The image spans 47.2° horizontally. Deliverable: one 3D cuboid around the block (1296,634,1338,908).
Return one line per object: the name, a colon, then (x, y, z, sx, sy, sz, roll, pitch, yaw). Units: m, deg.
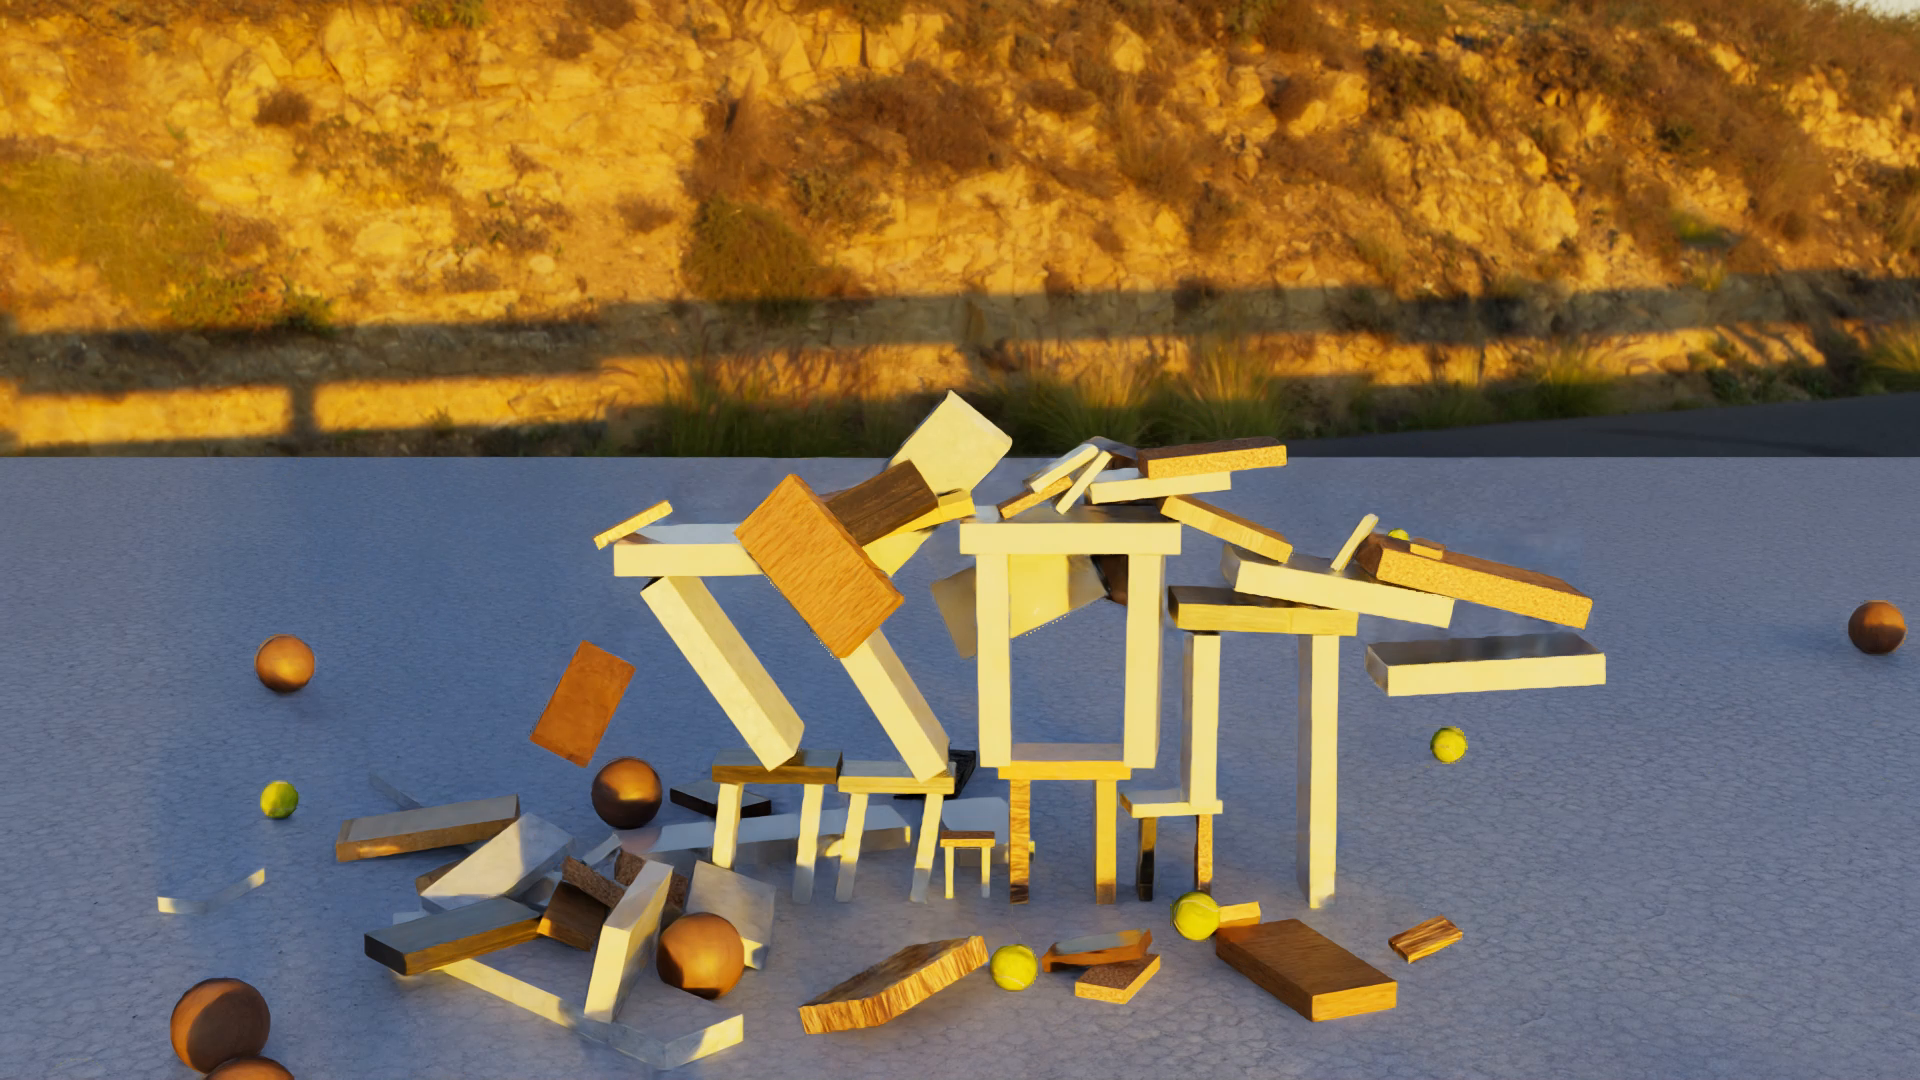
block: (0.588, 0.364, 3.626, 0.041, 0.459, 0.143, -1, 11, 0)

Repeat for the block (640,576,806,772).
block: (-0.385, 0.199, 3.607, 0.050, 0.356, 0.178, -34, 8, 7)

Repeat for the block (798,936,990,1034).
block: (-0.092, 0.639, 3.172, 0.138, 0.039, 0.276, -16, 1, 35)

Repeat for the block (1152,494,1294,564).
block: (0.423, -0.027, 3.553, 0.220, 0.031, 0.110, 22, 10, -7)

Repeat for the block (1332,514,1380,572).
block: (0.637, 0.004, 3.548, 0.014, 0.101, 0.050, 37, 18, 16)

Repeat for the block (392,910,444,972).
block: (-0.834, 0.622, 3.422, 0.095, 0.027, 0.190, -3, 11, -13)

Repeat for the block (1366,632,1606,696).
block: (0.858, 0.202, 3.606, 0.348, 0.049, 0.174, -3, 9, 0)

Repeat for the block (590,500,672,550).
block: (-0.535, -0.026, 3.581, 0.133, 0.019, 0.067, -28, 8, -10)

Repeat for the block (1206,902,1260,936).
block: (0.422, 0.587, 3.405, 0.077, 0.022, 0.154, -9, -18, 2)

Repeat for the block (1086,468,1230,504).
block: (0.316, -0.095, 3.531, 0.220, 0.031, 0.110, -6, 12, 0)

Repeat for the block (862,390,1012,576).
block: (-0.066, -0.091, 3.645, 0.132, 0.326, 0.037, 38, 29, -9)

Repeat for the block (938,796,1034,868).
block: (0.037, 0.521, 3.938, 0.132, 0.037, 0.265, -3, 11, -12)

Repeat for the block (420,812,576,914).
block: (-0.738, 0.532, 3.524, 0.103, 0.029, 0.244, 22, 39, 27)

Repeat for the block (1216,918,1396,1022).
block: (0.513, 0.640, 3.290, 0.141, 0.040, 0.282, -4, 11, -22)

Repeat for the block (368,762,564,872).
block: (-0.902, 0.512, 4.015, 0.095, 0.027, 0.736, -7, 13, -34)

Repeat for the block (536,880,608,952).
block: (-0.592, 0.576, 3.375, 0.085, 0.024, 0.170, 23, 9, -5)

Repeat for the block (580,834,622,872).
block: (-0.586, 0.517, 3.538, 0.067, 0.019, 0.133, -36, -7, -28)

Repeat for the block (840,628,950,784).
block: (-0.139, 0.207, 3.602, 0.050, 0.375, 0.178, -31, 8, 6)

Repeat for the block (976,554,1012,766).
block: (0.057, 0.178, 3.595, 0.049, 0.348, 0.174, -1, 10, 3)

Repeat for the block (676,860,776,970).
block: (-0.365, 0.586, 3.458, 0.137, 0.039, 0.274, 20, 9, -6)

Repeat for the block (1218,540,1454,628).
block: (0.608, 0.070, 3.574, 0.348, 0.049, 0.174, 10, 10, -3)

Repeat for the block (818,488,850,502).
block: (-0.181, -0.051, 3.544, 0.177, 0.025, 0.089, -13, 28, -4)

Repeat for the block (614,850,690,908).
block: (-0.475, 0.559, 3.558, 0.170, 0.024, 0.085, 26, 6, -13)

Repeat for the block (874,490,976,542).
block: (-0.068, -0.039, 3.554, 0.177, 0.025, 0.089, -16, 11, -4)

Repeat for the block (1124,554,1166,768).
block: (0.302, 0.179, 3.589, 0.049, 0.348, 0.174, 2, 11, 8)

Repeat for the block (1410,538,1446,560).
block: (0.757, 0.014, 3.557, 0.050, 0.014, 0.101, 17, 10, 13)

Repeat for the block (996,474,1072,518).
block: (0.119, -0.072, 3.519, 0.121, 0.017, 0.060, -27, 10, -2)

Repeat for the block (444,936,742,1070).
block: (-0.541, 0.658, 3.197, 0.522, 0.039, 0.138, 10, 14, 42)

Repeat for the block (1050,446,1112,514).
block: (0.194, -0.096, 3.516, 0.017, 0.121, 0.060, 40, 5, -9)

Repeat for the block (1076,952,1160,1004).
block: (0.237, 0.650, 3.286, 0.077, 0.022, 0.154, 5, 12, 24)

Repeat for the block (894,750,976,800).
block: (-0.048, 0.457, 4.291, 0.119, 0.034, 0.239, 2, 11, 10)

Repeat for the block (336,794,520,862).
block: (-0.940, 0.510, 3.896, 0.309, 0.034, 0.119, -8, 15, -7)

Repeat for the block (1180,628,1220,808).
block: (0.392, 0.281, 3.603, 0.041, 0.286, 0.143, 0, 11, -1)

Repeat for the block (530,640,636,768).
block: (-0.633, 0.275, 3.701, 0.103, 0.029, 0.207, 29, 49, -9)

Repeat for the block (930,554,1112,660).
block: (0.103, 0.084, 3.759, 0.282, 0.141, 0.040, -26, -6, 17)
